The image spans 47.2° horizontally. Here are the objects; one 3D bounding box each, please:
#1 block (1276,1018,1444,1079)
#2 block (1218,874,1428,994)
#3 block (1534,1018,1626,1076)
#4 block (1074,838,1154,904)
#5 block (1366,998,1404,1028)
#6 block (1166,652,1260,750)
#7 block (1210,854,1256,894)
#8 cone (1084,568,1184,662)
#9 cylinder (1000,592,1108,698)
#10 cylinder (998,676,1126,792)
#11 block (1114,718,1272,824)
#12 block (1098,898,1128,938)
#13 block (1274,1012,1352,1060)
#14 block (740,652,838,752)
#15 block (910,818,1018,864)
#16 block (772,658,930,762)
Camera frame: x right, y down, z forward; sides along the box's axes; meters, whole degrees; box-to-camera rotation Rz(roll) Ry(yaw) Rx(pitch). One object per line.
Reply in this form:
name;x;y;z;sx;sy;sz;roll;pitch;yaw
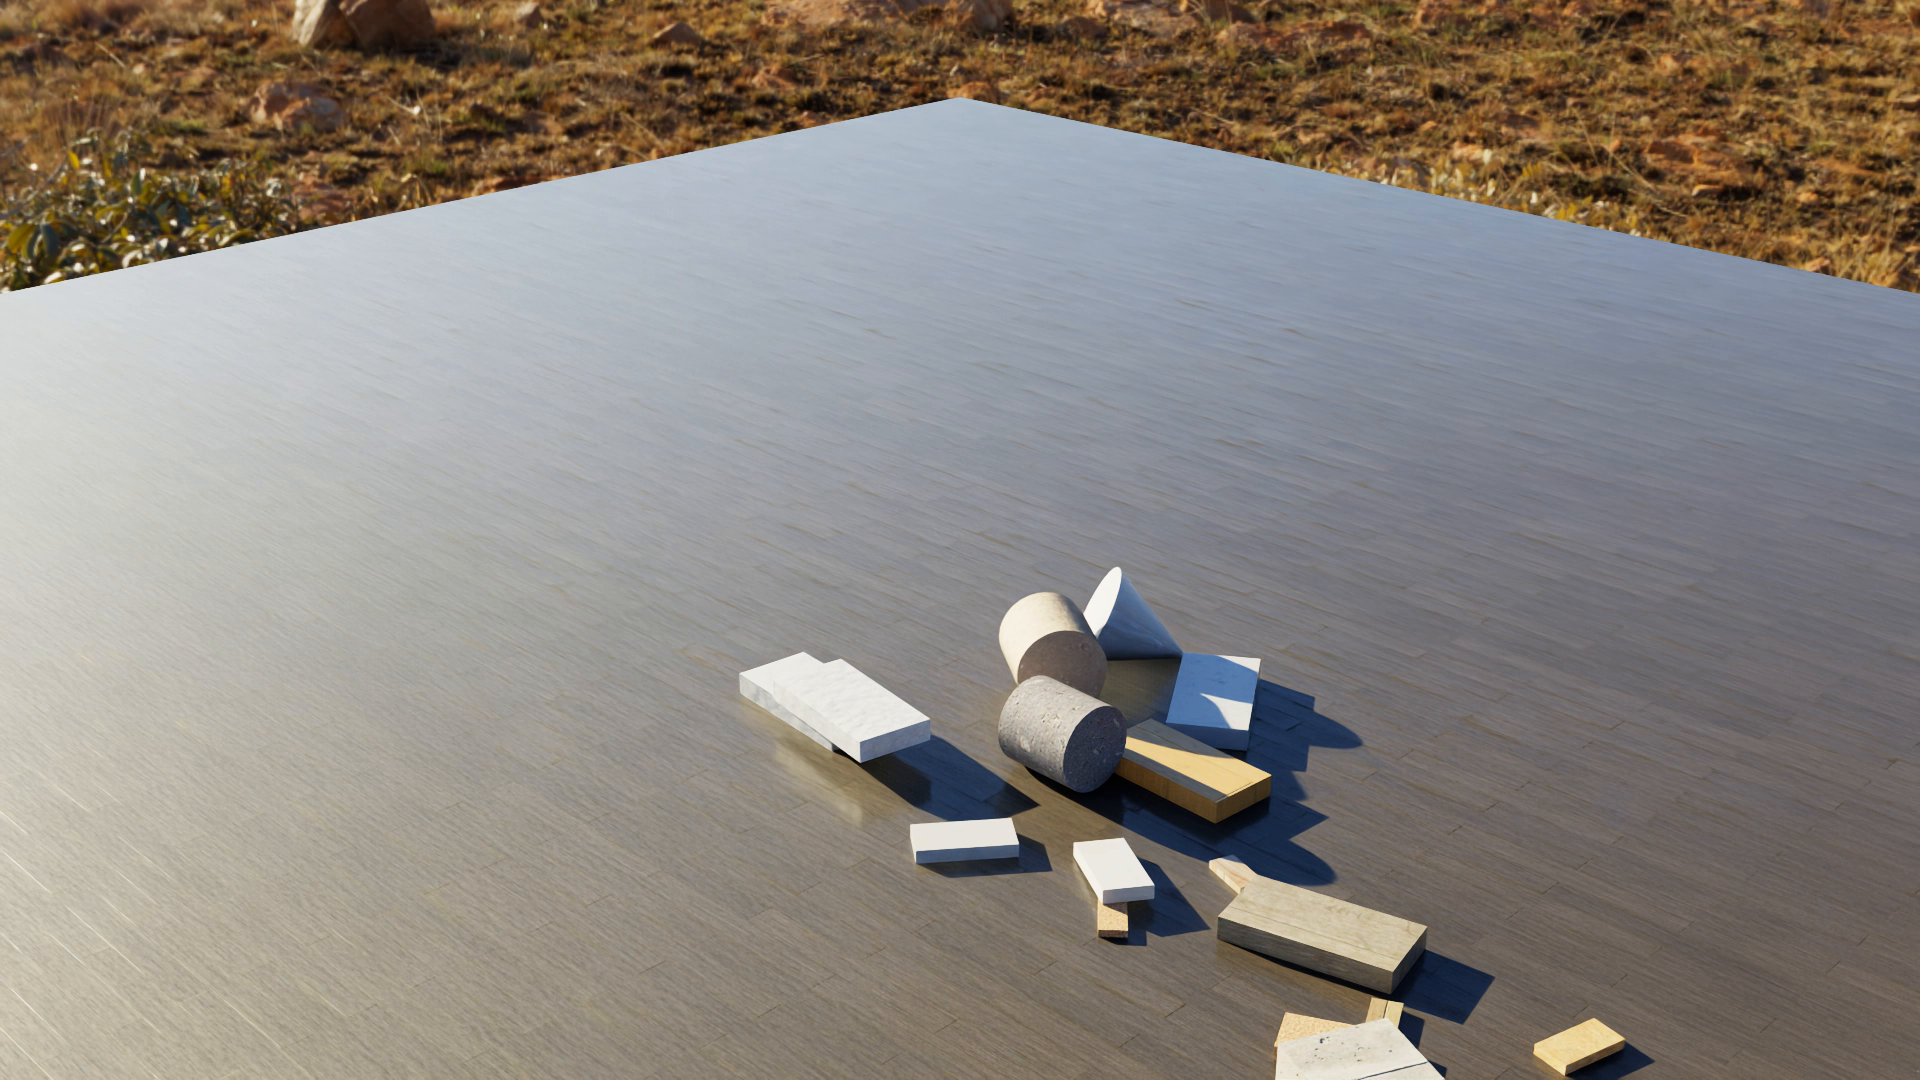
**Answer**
block;0.619;0.894;3.404;0.194;0.194;0.194;-8;24;-19
block;0.660;0.716;4.012;0.337;0.048;0.169;14;27;29
block;1.047;0.856;3.718;0.140;0.020;0.070;-14;27;-29
block;0.294;0.632;4.211;0.101;0.029;0.202;-4;19;-12
block;0.728;0.830;3.786;0.054;0.015;0.109;7;24;17
block;0.562;0.354;4.864;0.175;0.050;0.351;5;23;11
block;0.532;0.643;4.226;0.054;0.015;0.109;-11;25;-24
cone;0.422;0.223;5.096;0.242;0.242;0.242;25;21;-9
cylinder;0.207;0.251;4.910;0.203;0.203;0.203;-4;23;-9
cylinder;0.213;0.402;4.571;0.190;0.190;0.190;-20;30;-39
block;0.462;0.477;4.576;0.169;0.048;0.337;-20;30;-38
block;0.284;0.701;4.088;0.054;0.015;0.109;1;23;3
block;0.639;0.856;3.708;0.202;0.029;0.101;7;24;17
block;-0.316;0.354;4.863;0.176;0.050;0.351;-17;29;-35
block;0.008;0.592;4.329;0.203;0.029;0.101;-3;23;-7
block;-0.235;0.363;4.715;0.175;0.050;0.351;-15;27;-32
